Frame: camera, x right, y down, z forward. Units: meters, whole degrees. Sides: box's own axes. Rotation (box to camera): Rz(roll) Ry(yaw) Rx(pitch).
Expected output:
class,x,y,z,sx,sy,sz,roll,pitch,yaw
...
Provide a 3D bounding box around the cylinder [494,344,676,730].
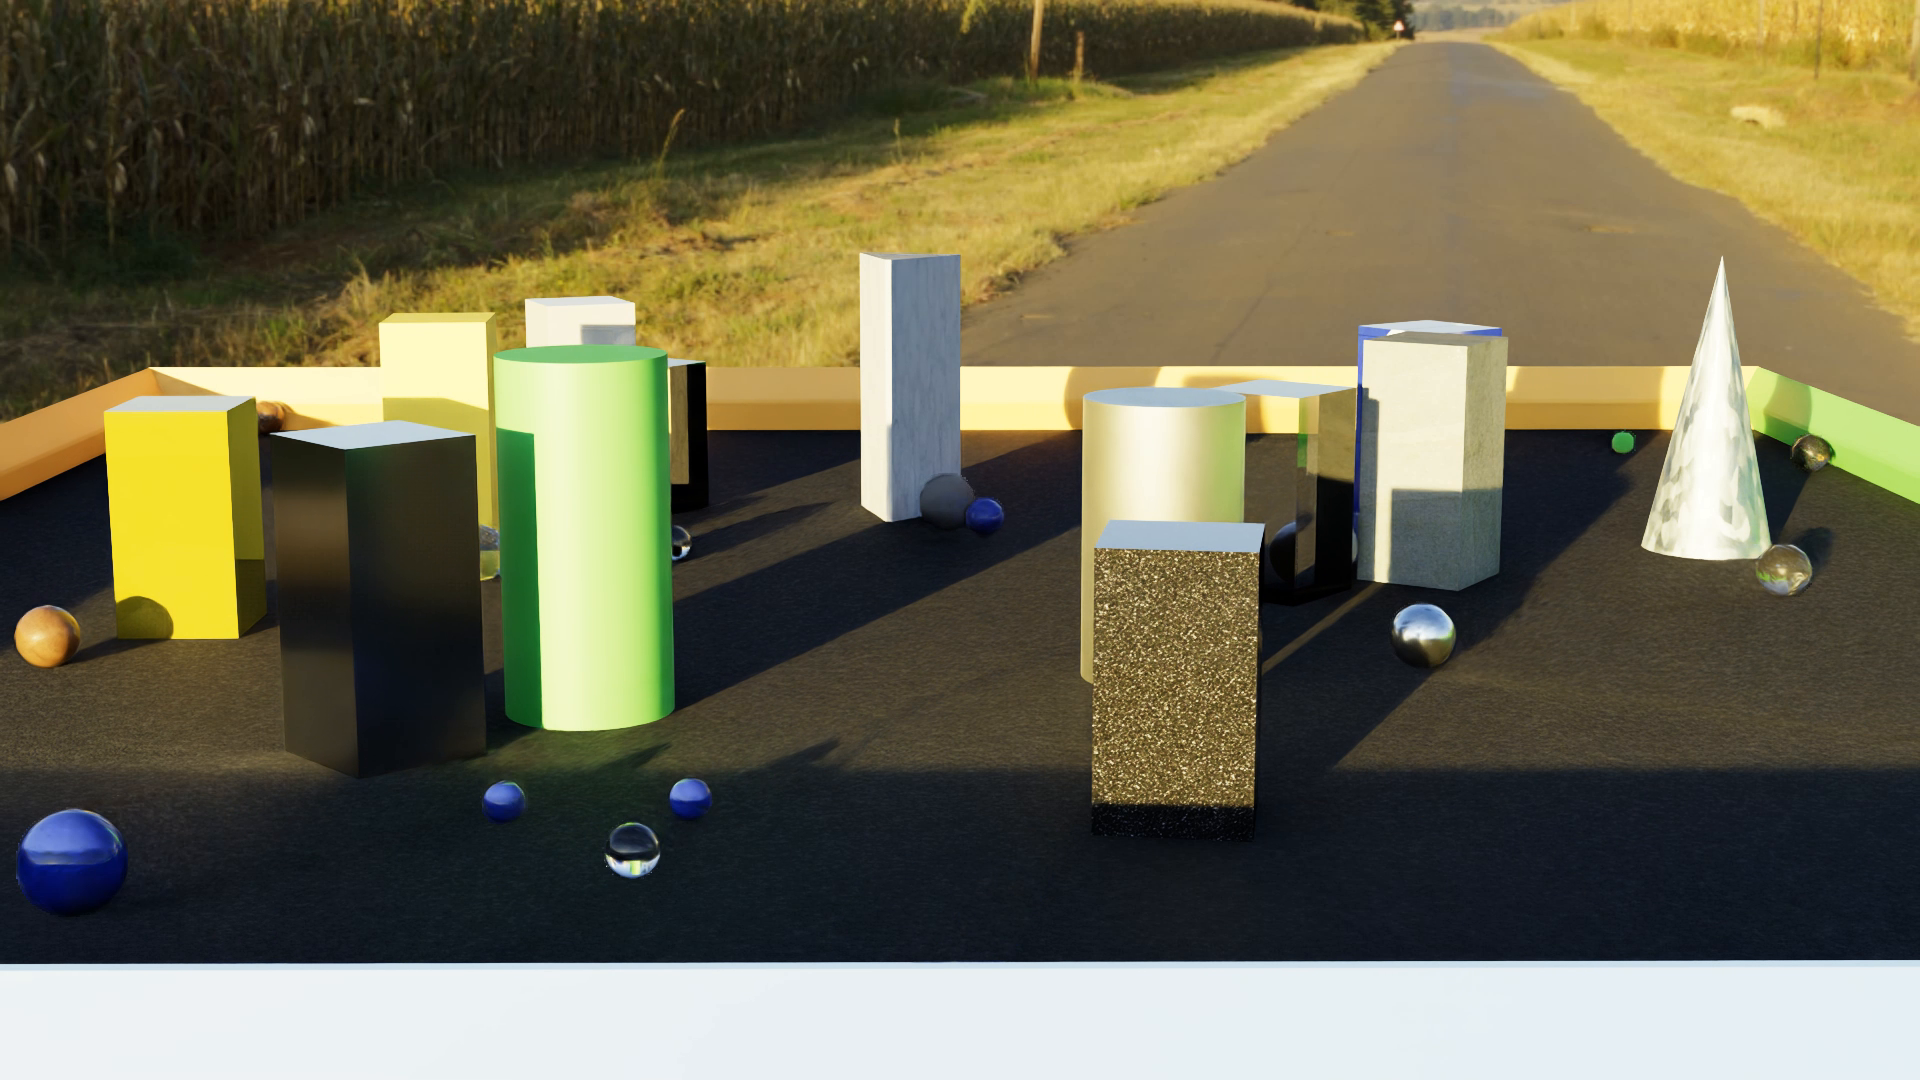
class,x,y,z,sx,sy,sz,roll,pitch,yaw
cylinder,-0.422,-0.007,2.892,0.192,0.407,0.192,0,11,0

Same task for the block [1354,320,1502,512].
class,x,y,z,sx,sy,sz,roll,pitch,yaw
block,0.723,-0.167,3.976,0.154,0.326,0.154,-8,13,-35

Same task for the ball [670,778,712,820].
class,x,y,z,sx,sy,sz,roll,pitch,yaw
ball,-0.262,0.252,2.498,0.042,0.042,0.042,0,11,0

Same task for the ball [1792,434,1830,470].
class,x,y,z,sx,sy,sz,roll,pitch,yaw
ball,1.539,-0.157,4.636,0.065,0.065,0.065,0,11,0

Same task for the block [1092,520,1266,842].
class,x,y,z,sx,sy,sz,roll,pitch,yaw
block,0.213,0.133,2.490,0.154,0.279,0.154,2,11,8

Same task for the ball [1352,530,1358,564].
class,x,y,z,sx,sy,sz,roll,pitch,yaw
ball,0.523,0.009,3.669,0.091,0.091,0.091,0,11,0

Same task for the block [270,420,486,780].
class,x,y,z,sx,sy,sz,roll,pitch,yaw
block,-0.615,0.058,2.716,0.154,0.344,0.154,-10,14,-42

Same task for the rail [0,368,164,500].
class,x,y,z,sx,sy,sz,roll,pitch,yaw
rail,-1.589,0.034,3.440,0.045,0.125,3.464,0,11,0

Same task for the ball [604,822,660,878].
class,x,y,z,sx,sy,sz,roll,pitch,yaw
ball,-0.296,0.281,2.322,0.050,0.050,0.050,0,11,0

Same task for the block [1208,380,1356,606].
class,x,y,z,sx,sy,sz,roll,pitch,yaw
block,0.441,-0.069,3.562,0.154,0.284,0.154,8,13,38

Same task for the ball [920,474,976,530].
class,x,y,z,sx,sy,sz,roll,pitch,yaw
ball,-0.020,-0.059,4.041,0.089,0.089,0.089,0,11,0

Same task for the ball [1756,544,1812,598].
class,x,y,z,sx,sy,sz,roll,pitch,yaw
ball,1.137,0.042,3.542,0.073,0.073,0.073,0,11,0

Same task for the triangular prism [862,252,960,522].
class,x,y,z,sx,sy,sz,roll,pitch,yaw
triangular prism,-0.109,-0.256,4.195,0.144,0.420,0.166,10,14,43

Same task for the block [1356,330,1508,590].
class,x,y,z,sx,sy,sz,roll,pitch,yaw
block,0.674,-0.117,3.658,0.154,0.342,0.154,7,12,32

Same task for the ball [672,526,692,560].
class,x,y,z,sx,sy,sz,roll,pitch,yaw
ball,-0.424,0.004,3.806,0.051,0.051,0.051,0,11,0

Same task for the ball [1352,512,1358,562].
class,x,y,z,sx,sy,sz,roll,pitch,yaw
ball,0.555,-0.004,3.752,0.087,0.087,0.087,0,11,0

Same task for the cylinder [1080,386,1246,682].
class,x,y,z,sx,sy,sz,roll,pitch,yaw
cylinder,0.242,-0.003,3.064,0.192,0.337,0.192,0,11,0

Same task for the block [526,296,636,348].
class,x,y,z,sx,sy,sz,roll,pitch,yaw
block,-0.663,-0.260,4.498,0.154,0.318,0.154,-5,11,-23

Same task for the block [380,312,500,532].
class,x,y,z,sx,sy,sz,roll,pitch,yaw
block,-0.779,-0.160,3.867,0.154,0.351,0.154,-1,11,-4

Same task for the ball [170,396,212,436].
class,x,y,z,sx,sy,sz,roll,pitch,yaw
ball,-1.518,-0.245,5.069,0.080,0.080,0.080,0,11,0

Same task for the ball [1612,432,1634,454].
class,x,y,z,sx,sy,sz,roll,pitch,yaw
ball,1.251,-0.184,4.840,0.042,0.042,0.042,0,11,0

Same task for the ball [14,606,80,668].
class,x,y,z,sx,sy,sz,roll,pitch,yaw
ball,-1.113,0.117,3.130,0.076,0.076,0.076,0,11,0

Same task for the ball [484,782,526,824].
class,x,y,z,sx,sy,sz,roll,pitch,yaw
ball,-0.442,0.254,2.489,0.041,0.041,0.041,0,11,0

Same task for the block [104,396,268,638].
class,x,y,z,sx,sy,sz,roll,pitch,yaw
block,-1.004,-0.032,3.338,0.154,0.293,0.154,0,11,-1

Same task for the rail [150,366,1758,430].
class,x,y,z,sx,sy,sz,roll,pitch,yaw
rail,-0.010,-0.280,5.129,3.225,0.125,0.045,0,11,0

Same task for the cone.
class,x,y,z,sx,sy,sz,roll,pitch,yaw
cone,1.137,-0.206,3.865,0.192,0.444,0.192,0,11,0

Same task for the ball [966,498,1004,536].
class,x,y,z,sx,sy,sz,roll,pitch,yaw
ball,0.038,-0.036,3.998,0.059,0.059,0.059,0,11,0

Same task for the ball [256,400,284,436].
class,x,y,z,sx,sy,sz,roll,pitch,yaw
ball,-1.374,-0.242,5.079,0.070,0.070,0.070,0,11,0

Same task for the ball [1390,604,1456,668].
class,x,y,z,sx,sy,sz,roll,pitch,yaw
ball,0.563,0.117,3.123,0.080,0.080,0.080,0,11,0

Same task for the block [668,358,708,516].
class,x,y,z,sx,sy,sz,roll,pitch,yaw
block,-0.524,-0.170,4.218,0.154,0.243,0.154,8,13,35

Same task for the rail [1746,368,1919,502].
class,x,y,z,sx,sy,sz,roll,pitch,yaw
rail,1.589,0.030,3.458,0.045,0.125,3.464,0,11,0

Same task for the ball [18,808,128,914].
class,x,y,z,sx,sy,sz,roll,pitch,yaw
ball,-0.768,0.279,2.222,0.091,0.091,0.091,0,11,0

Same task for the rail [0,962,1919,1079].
class,x,y,z,sx,sy,sz,roll,pitch,yaw
rail,0.010,0.344,1.770,3.225,0.125,0.045,0,11,0

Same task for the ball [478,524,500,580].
class,x,y,z,sx,sy,sz,roll,pitch,yaw
ball,-0.683,0.018,3.653,0.079,0.079,0.079,0,11,0
